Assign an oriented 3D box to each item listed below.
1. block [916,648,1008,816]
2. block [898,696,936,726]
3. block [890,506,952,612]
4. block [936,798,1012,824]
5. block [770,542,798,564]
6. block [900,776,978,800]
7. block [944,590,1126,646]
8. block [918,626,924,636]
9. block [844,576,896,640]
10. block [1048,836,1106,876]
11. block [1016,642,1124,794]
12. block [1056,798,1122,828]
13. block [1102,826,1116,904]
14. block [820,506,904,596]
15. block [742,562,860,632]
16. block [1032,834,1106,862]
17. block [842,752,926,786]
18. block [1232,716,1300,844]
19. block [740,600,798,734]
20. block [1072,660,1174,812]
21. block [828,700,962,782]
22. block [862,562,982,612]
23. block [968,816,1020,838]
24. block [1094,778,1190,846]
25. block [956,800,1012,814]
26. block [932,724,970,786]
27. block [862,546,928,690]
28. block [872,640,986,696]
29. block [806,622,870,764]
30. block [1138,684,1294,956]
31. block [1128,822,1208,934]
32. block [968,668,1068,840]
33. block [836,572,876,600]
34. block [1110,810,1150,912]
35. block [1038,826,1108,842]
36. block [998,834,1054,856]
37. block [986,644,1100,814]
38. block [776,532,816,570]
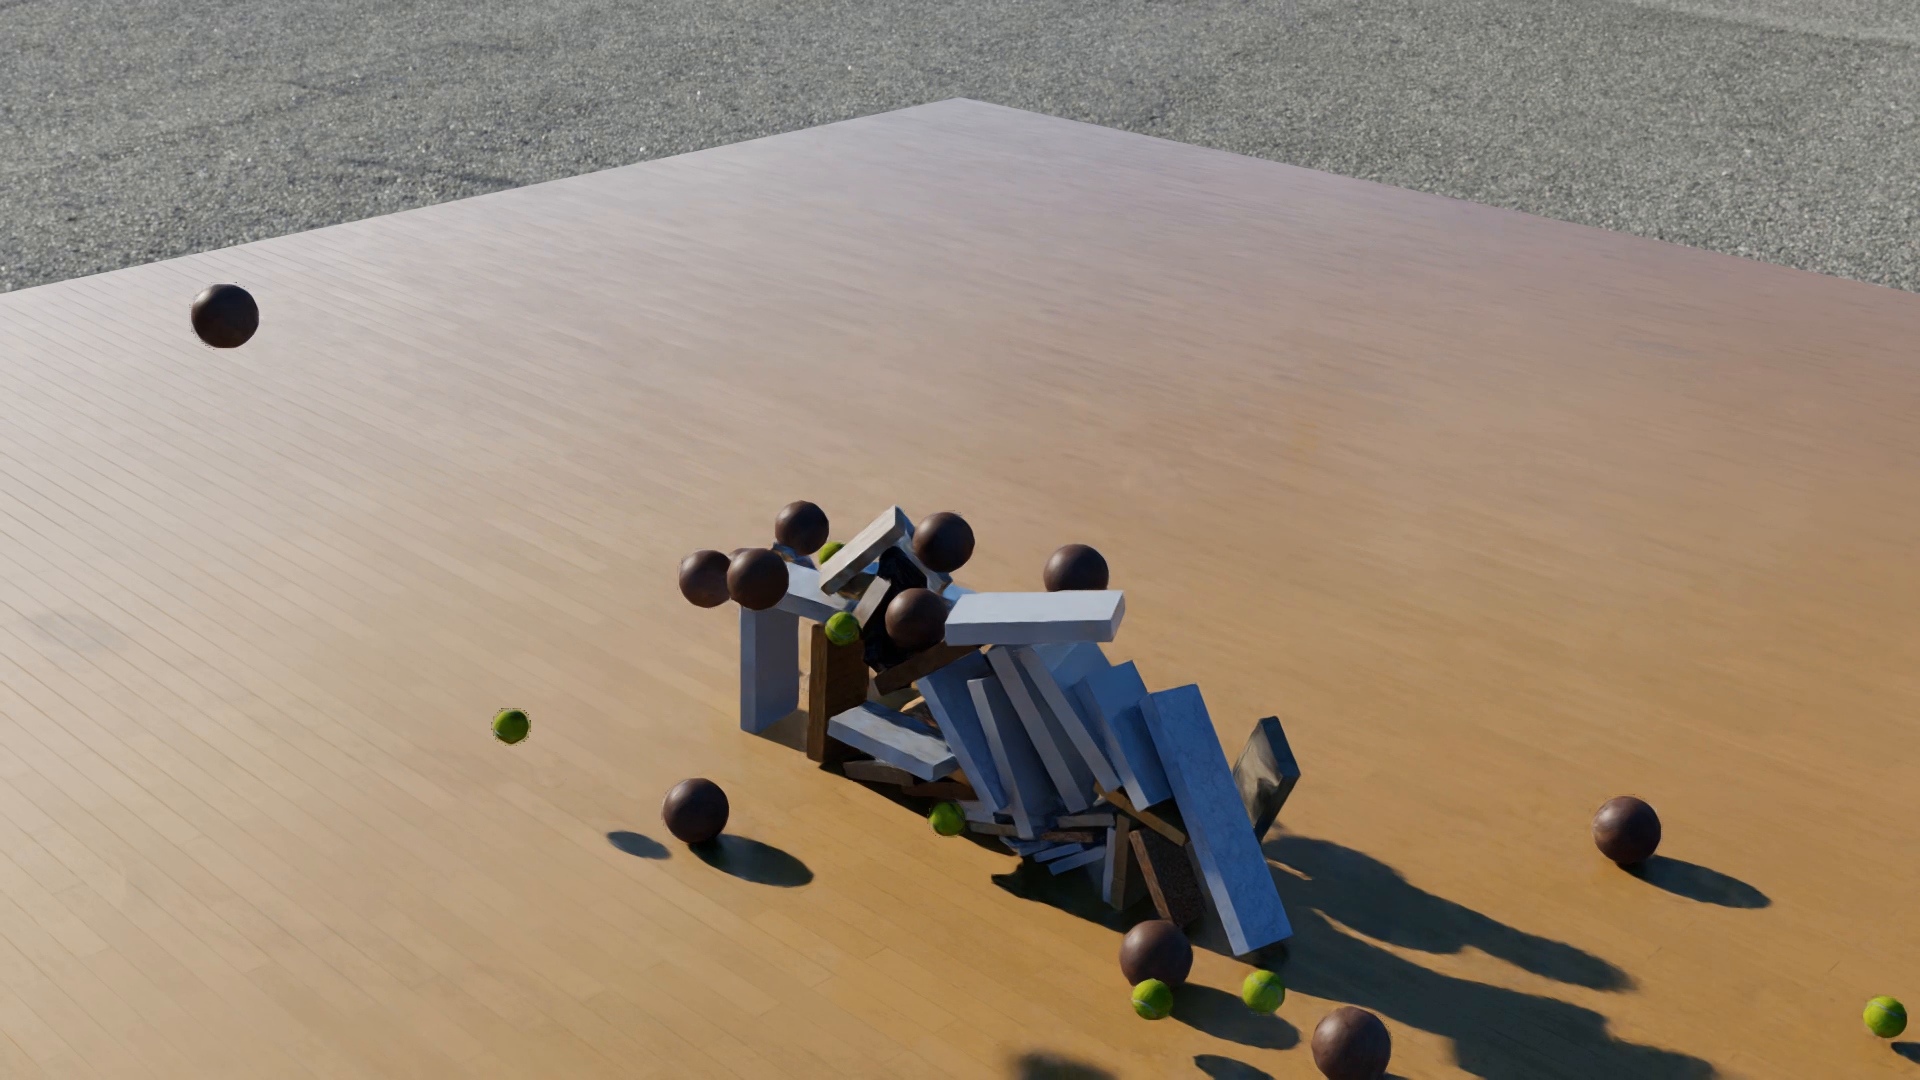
[{"bbox_3d":[0.045,0.371,4.263,0.146,0.292,0.041,-25,-6,-39],"label":"block"},{"bbox_3d":[-0.070,0.359,4.645,0.130,0.037,0.261,-38,5,-36],"label":"block"},{"bbox_3d":[-0.110,0.041,4.749,0.030,0.104,0.209,-16,63,-47],"label":"block"},{"bbox_3d":[0.041,0.535,4.407,0.085,0.024,0.170,-21,14,-40],"label":"block"},{"bbox_3d":[-0.410,0.034,5.107,0.058,0.016,0.115,19,-15,-4],"label":"block"},{"bbox_3d":[0.005,0.482,4.436,0.124,0.035,0.247,-21,12,-40],"label":"block"},{"bbox_3d":[0.140,0.144,4.077,0.310,0.044,0.155,-2,19,14],"label":"block"},{"bbox_3d":[-0.116,0.144,4.612,0.017,0.123,0.062,-18,-6,31],"label":"block"},{"bbox_3d":[-0.181,0.137,4.436,0.017,0.123,0.062,34,-2,-34],"label":"block"},{"bbox_3d":[0.250,0.596,4.206,0.081,0.023,0.163,-25,-3,-44],"label":"block"},{"bbox_3d":[0.247,0.304,4.093,0.155,0.310,0.044,-27,-8,-46],"label":"block"},{"bbox_3d":[0.265,0.516,4.163,0.081,0.023,0.163,-23,7,-38],"label":"block"},{"bbox_3d":[0.306,0.598,4.141,0.023,0.163,0.081,22,31,36],"label":"block"},{"bbox_3d":[-0.203,0.022,4.554,0.209,0.030,0.104,-39,21,15],"label":"block"},{"bbox_3d":[-0.297,0.119,4.649,0.299,0.042,0.149,16,22,31],"label":"block"},{"bbox_3d":[0.211,0.590,4.251,0.069,0.020,0.139,-25,0,-42],"label":"block"},{"bbox_3d":[-0.120,0.461,4.523,0.124,0.035,0.247,-19,10,-35],"label":"block"},{"bbox_3d":[0.583,0.471,4.274,0.037,0.263,0.131,-6,54,-18],"label":"block"},{"bbox_3d":[-0.413,0.257,4.771,0.042,0.299,0.149,18,29,30],"label":"block"},{"bbox_3d":[0.322,0.361,4.056,0.131,0.263,0.037,-15,-16,-42],"label":"block"},{"bbox_3d":[-0.117,0.394,4.325,0.261,0.037,0.131,21,25,32],"label":"block"},{"bbox_3d":[-0.020,0.136,5.142,0.550,0.030,0.104,16,18,-19],"label":"block"},{"bbox_3d":[0.106,0.557,4.349,0.085,0.024,0.170,-21,13,-41],"label":"block"},{"bbox_3d":[0.358,0.483,4.071,0.202,0.029,0.101,31,36,26],"label":"block"},{"bbox_3d":[0.078,0.511,4.351,0.085,0.024,0.170,-20,12,-37],"label":"block"},{"bbox_3d":[0.008,0.432,4.383,0.124,0.035,0.247,-21,26,-40],"label":"block"},{"bbox_3d":[-0.131,0.159,4.495,0.037,0.131,0.261,-10,55,28],"label":"block"},{"bbox_3d":[-0.024,0.218,4.276,0.292,0.041,0.146,-29,-4,43],"label":"block"},{"bbox_3d":[-0.255,0.307,4.639,0.042,0.299,0.149,15,22,32],"label":"block"},{"bbox_3d":[0.468,0.507,4.025,0.131,0.493,0.037,-8,-17,-45],"label":"block"},{"bbox_3d":[0.385,0.614,4.068,0.029,0.202,0.101,-16,6,45],"label":"block"},{"bbox_3d":[0.128,0.394,4.222,0.146,0.328,0.041,-26,12,-39],"label":"block"},{"bbox_3d":[-0.210,0.095,4.553,0.062,0.017,0.123,-40,20,-18],"label":"block"},{"bbox_3d":[0.330,0.586,4.120,0.029,0.202,0.101,21,31,35],"label":"block"},{"bbox_3d":[0.221,0.555,4.218,0.139,0.020,0.069,-4,15,43],"label":"block"},{"bbox_3d":[0.128,0.584,4.301,0.069,0.020,0.139,-15,10,-14],"label":"block"},{"bbox_3d":[0.178,0.327,4.178,0.044,0.354,0.155,-21,12,33],"label":"block"},{"bbox_3d":[-0.397,0.043,5.336,0.058,0.115,0.016,-29,-4,-13],"label":"block"}]
